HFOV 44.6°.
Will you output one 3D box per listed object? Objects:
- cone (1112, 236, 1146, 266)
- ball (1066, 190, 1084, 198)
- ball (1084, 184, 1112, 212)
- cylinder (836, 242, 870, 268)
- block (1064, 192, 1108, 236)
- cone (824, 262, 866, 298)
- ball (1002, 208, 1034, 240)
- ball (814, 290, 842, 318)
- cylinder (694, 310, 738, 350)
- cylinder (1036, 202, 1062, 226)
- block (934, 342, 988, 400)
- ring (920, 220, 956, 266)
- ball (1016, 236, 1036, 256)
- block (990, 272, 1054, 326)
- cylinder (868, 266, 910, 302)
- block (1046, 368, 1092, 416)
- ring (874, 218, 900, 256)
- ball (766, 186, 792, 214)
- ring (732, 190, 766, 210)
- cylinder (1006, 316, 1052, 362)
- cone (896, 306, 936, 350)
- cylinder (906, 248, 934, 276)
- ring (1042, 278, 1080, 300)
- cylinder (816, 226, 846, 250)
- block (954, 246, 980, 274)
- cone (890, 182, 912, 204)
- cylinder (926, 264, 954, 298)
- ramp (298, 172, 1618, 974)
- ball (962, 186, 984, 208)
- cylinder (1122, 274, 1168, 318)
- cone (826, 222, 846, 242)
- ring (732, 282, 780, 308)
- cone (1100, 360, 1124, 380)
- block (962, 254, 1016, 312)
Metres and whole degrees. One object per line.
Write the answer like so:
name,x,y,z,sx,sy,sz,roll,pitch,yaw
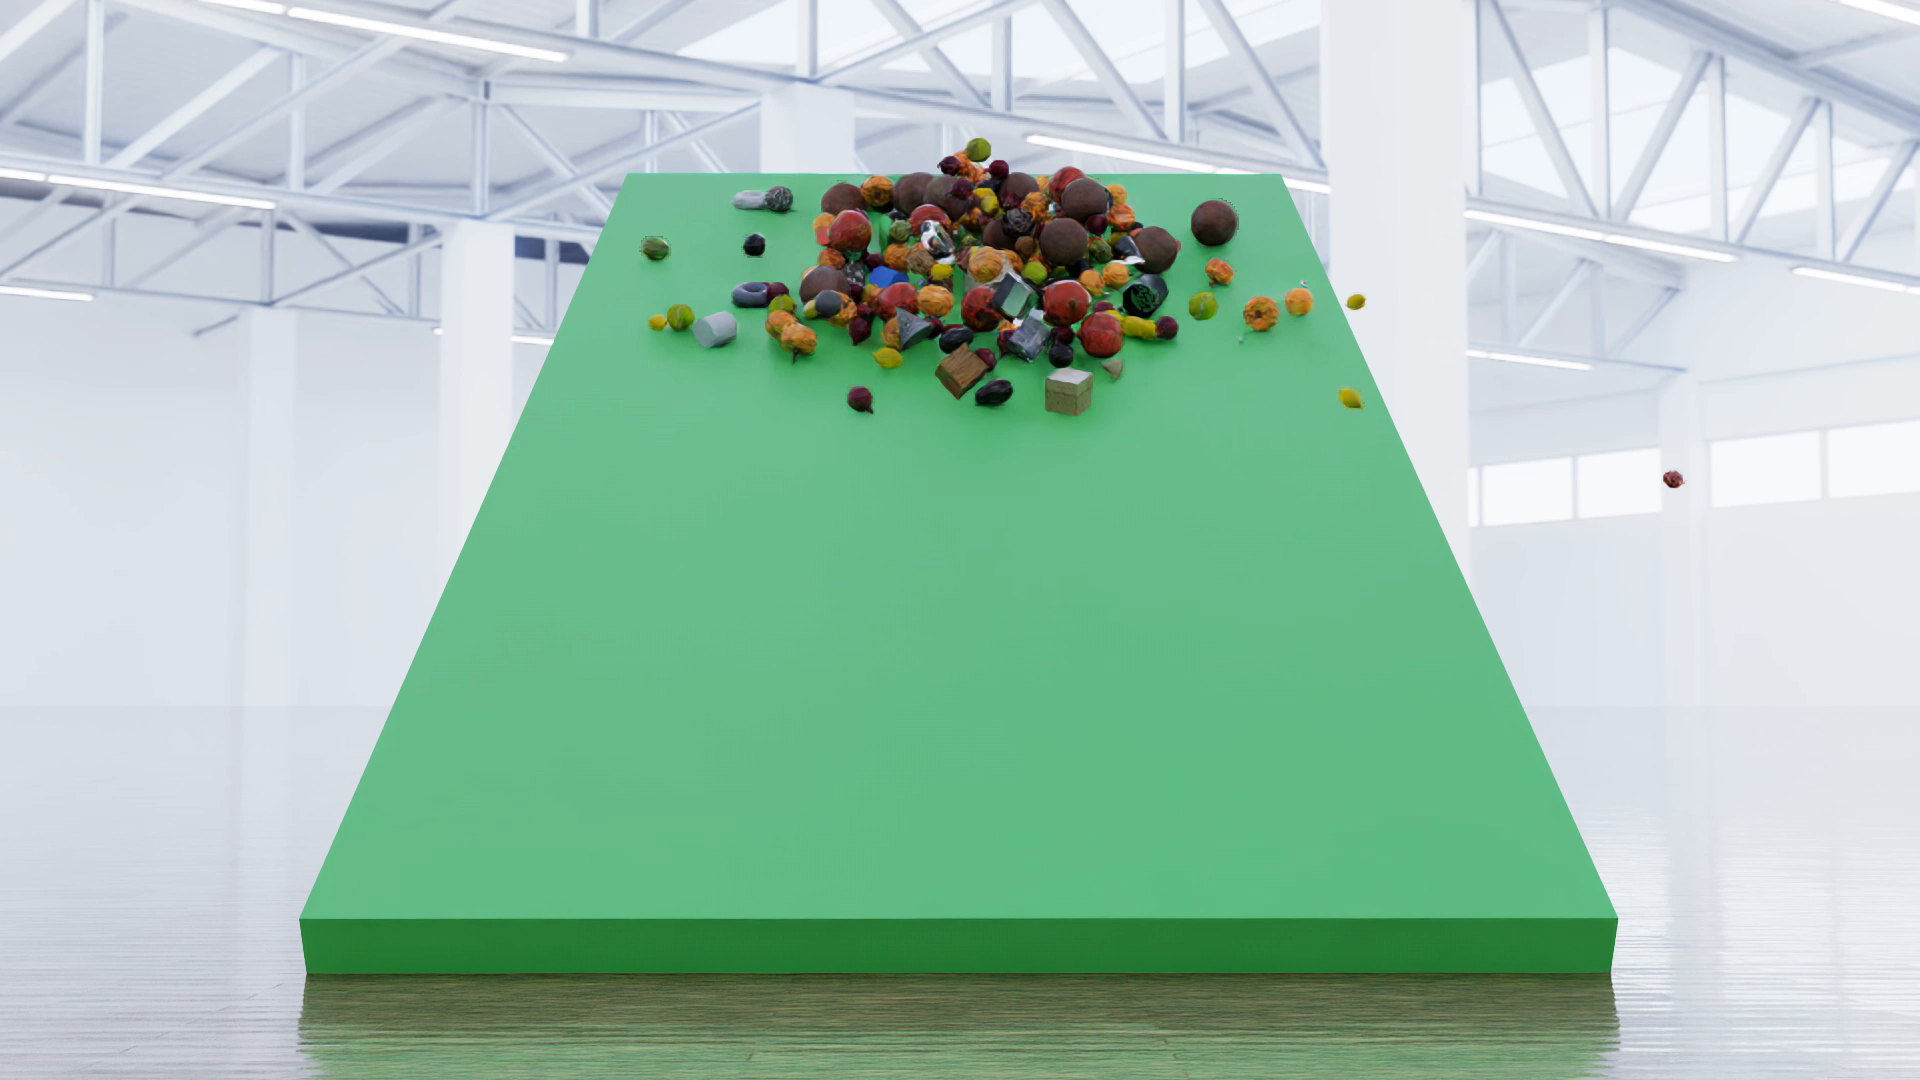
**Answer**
cone,0.457,-0.746,6.155,0.085,0.085,0.085,30,14,33
ball,0.332,-0.976,6.706,0.055,0.055,0.055,0,-4,0
ball,0.394,-0.977,6.753,0.093,0.093,0.093,0,-4,0
cylinder,-0.289,-0.766,6.328,0.062,0.062,0.062,-24,10,-31
block,0.359,-0.925,6.649,0.088,0.088,0.088,-19,31,-35
cone,-0.316,-0.677,6.136,0.099,0.099,0.099,-1,-4,35
ball,0.154,-0.843,6.250,0.089,0.089,0.089,0,-4,0
ball,-0.321,-0.576,5.704,0.068,0.068,0.068,0,-4,0
cylinder,-0.603,-0.519,5.790,0.077,0.077,0.077,-4,18,45
cylinder,0.253,-0.933,6.702,0.055,0.055,0.055,-18,6,-31
block,0.002,-0.386,5.347,0.080,0.080,0.080,-40,-6,-17
ring,-0.058,-0.771,6.070,0.044,0.131,0.131,-31,-16,20
ball,0.174,-0.780,6.218,0.056,0.056,0.056,0,-4,0
block,0.149,-0.585,5.731,0.092,0.092,0.092,7,30,-51
cylinder,-0.185,-0.669,6.111,0.077,0.077,0.077,22,10,37
block,0.252,-0.342,5.412,0.080,0.080,0.080,13,28,25
ring,-0.192,-0.795,6.147,0.036,0.109,0.109,-22,1,-14
ball,-0.524,-0.987,6.786,0.079,0.079,0.079,0,-4,0
ring,-0.612,-0.991,6.846,0.110,0.037,0.110,0,27,0
cylinder,0.168,-0.484,5.662,0.079,0.079,0.079,35,-17,12
cone,-0.129,-0.531,5.678,0.099,0.099,0.099,-35,-9,-6
cylinder,-0.104,-0.715,6.015,0.050,0.050,0.050,4,-38,-43
ring,0.263,-0.660,6.146,0.101,0.034,0.101,0,29,0
cylinder,-0.346,-0.809,6.267,0.055,0.055,0.055,-4,-7,42
block,0.025,-0.745,6.267,0.054,0.054,0.054,42,12,-35
cone,-0.187,-1.021,6.920,0.065,0.065,0.065,2,-4,-23
cylinder,-0.053,-0.678,6.141,0.069,0.069,0.069,0,26,-3
ramp,-0.009,-0.229,5.382,2.000,0.100,4.000,0,25,0
ball,0.039,-0.990,6.770,0.064,0.064,0.064,0,-4,0
cylinder,0.475,-0.624,6.002,0.092,0.092,0.092,-2,22,27
cone,-0.326,-0.800,6.164,0.056,0.056,0.056,0,29,-3
ring,-0.531,-0.636,6.083,0.124,0.041,0.124,1,26,-1
cone,0.354,-0.412,5.572,0.051,0.051,0.051,20,-10,-18
block,0.080,-0.662,6.035,0.098,0.098,0.098,-12,-38,-24
